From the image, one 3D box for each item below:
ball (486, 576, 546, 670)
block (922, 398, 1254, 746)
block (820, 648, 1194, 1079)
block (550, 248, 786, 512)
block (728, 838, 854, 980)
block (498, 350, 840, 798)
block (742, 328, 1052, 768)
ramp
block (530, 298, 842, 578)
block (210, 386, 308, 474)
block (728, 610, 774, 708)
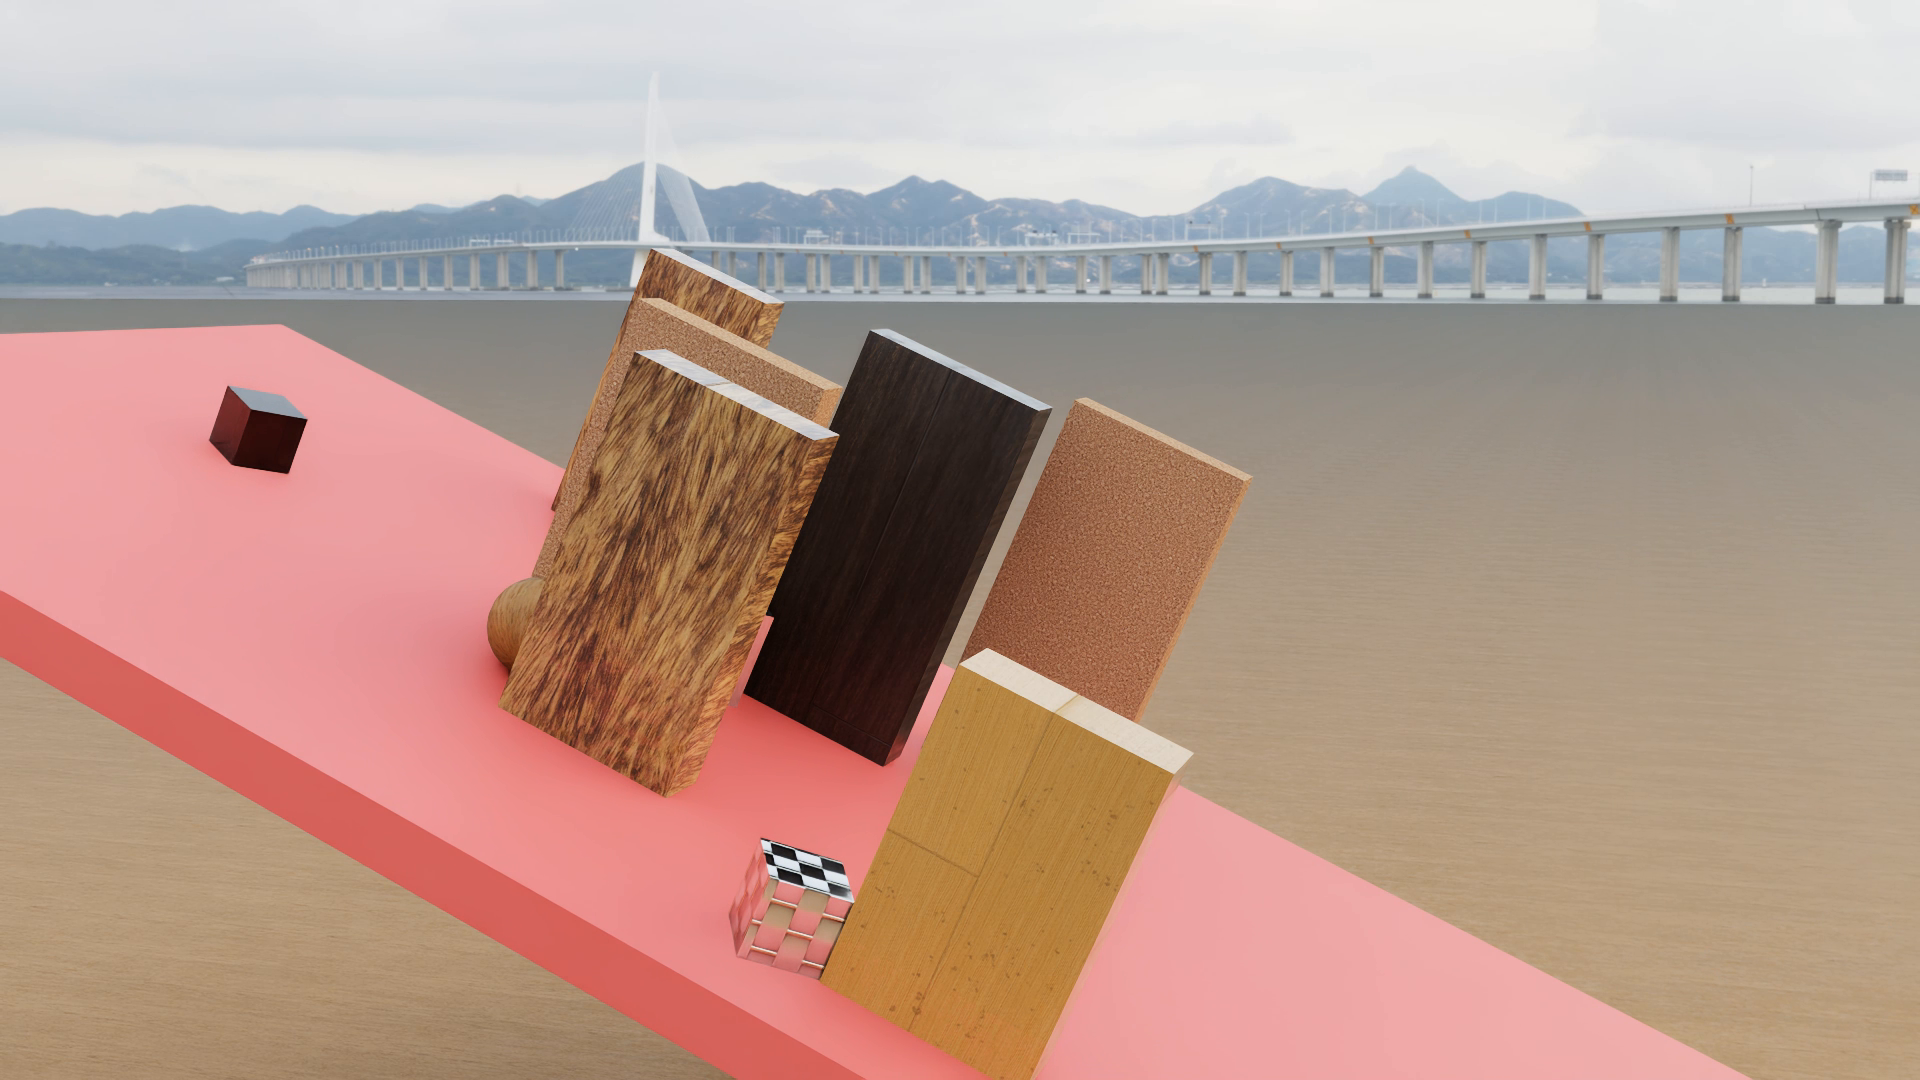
[{"bbox_3d":[-0.767,0.159,4.001,0.184,0.184,0.184,0,7,0],"label":"ball"},{"bbox_3d":[0.250,0.152,4.434,0.373,0.789,0.097,26,13,13],"label":"block"},{"bbox_3d":[0.067,0.494,3.307,0.351,0.549,0.146,26,13,13],"label":"block"},{"bbox_3d":[-0.663,-0.300,4.967,0.296,0.646,0.116,26,13,13],"label":"block"},{"bbox_3d":[-0.260,0.565,3.373,0.138,0.138,0.138,19,14,-17],"label":"block"},{"bbox_3d":[-0.504,0.056,3.770,0.349,0.677,0.121,26,13,13],"label":"block"},{"bbox_3d":[-0.147,0.015,4.329,0.368,0.773,0.107,26,13,13],"label":"block"},{"bbox_3d":[-0.280,0.484,4.179,4.000,0.100,2.000,26,13,13],"label":"ramp"},{"bbox_3d":[-0.532,-0.042,4.050,0.392,0.703,0.094,26,13,13],"label":"block"},{"bbox_3d":[-1.436,-0.225,4.499,0.125,0.125,0.125,10,19,-45],"label":"block"},{"bbox_3d":[-0.516,0.177,4.327,0.199,0.199,0.199,17,15,-25],"label":"block"}]
